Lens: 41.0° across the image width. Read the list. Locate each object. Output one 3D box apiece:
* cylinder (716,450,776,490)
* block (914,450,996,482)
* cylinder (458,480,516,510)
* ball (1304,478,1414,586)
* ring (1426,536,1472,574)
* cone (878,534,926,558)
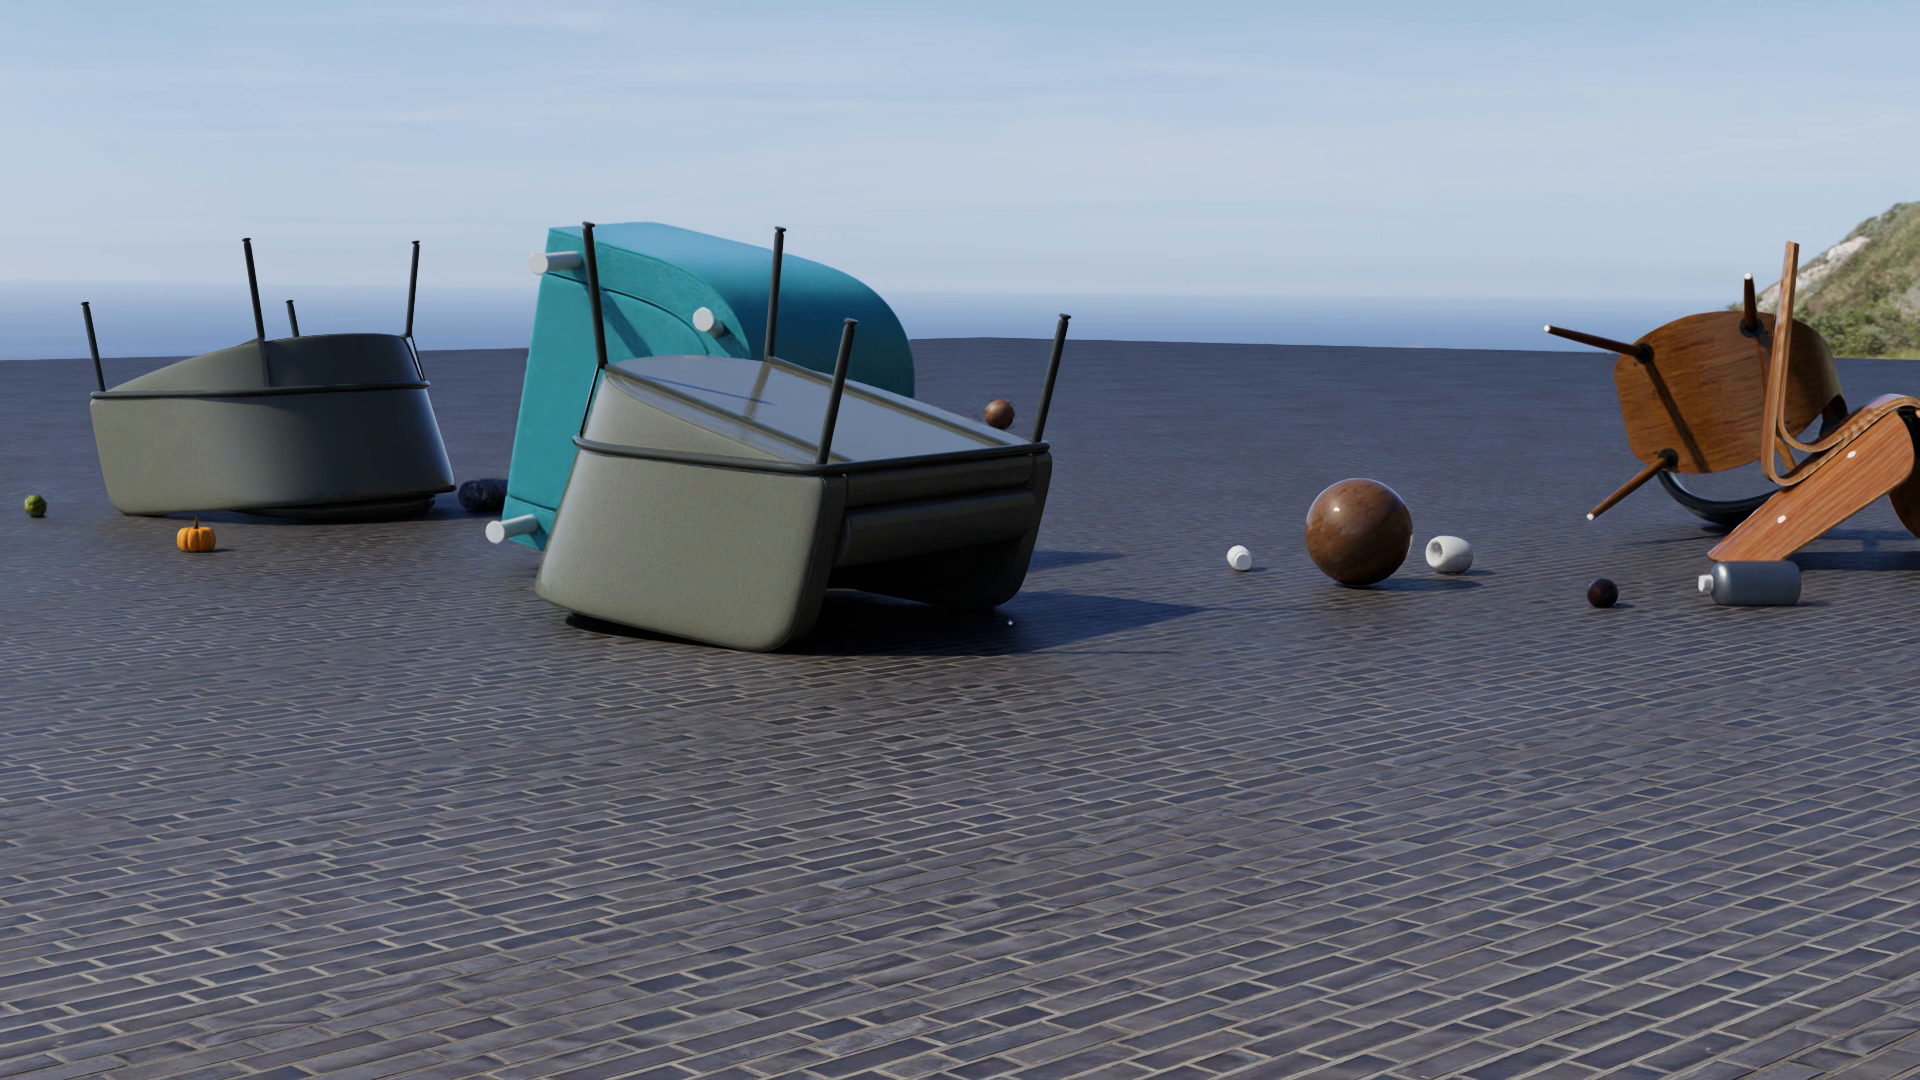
[{"bbox_3d":[-0.660,-0.217,7.902,0.172,0.134,0.113,-1,45,-11],"label":"cylinder"},{"bbox_3d":[-0.016,-0.238,8.316,0.220,0.084,0.229,-1,6,-13],"label":"block"},{"bbox_3d":[-1.340,-0.129,7.265,0.121,0.080,0.111,-10,-3,44],"label":"cylinder"},{"bbox_3d":[0.848,-0.017,5.459,0.230,0.230,0.230,0,6,0],"label":"ball"},{"bbox_3d":[1.087,0.033,5.696,0.074,0.083,0.121,8,5,-17],"label":"ring"},{"bbox_3d":[-0.144,0.025,6.036,0.121,0.062,0.050,-3,37,19],"label":"cone"}]
